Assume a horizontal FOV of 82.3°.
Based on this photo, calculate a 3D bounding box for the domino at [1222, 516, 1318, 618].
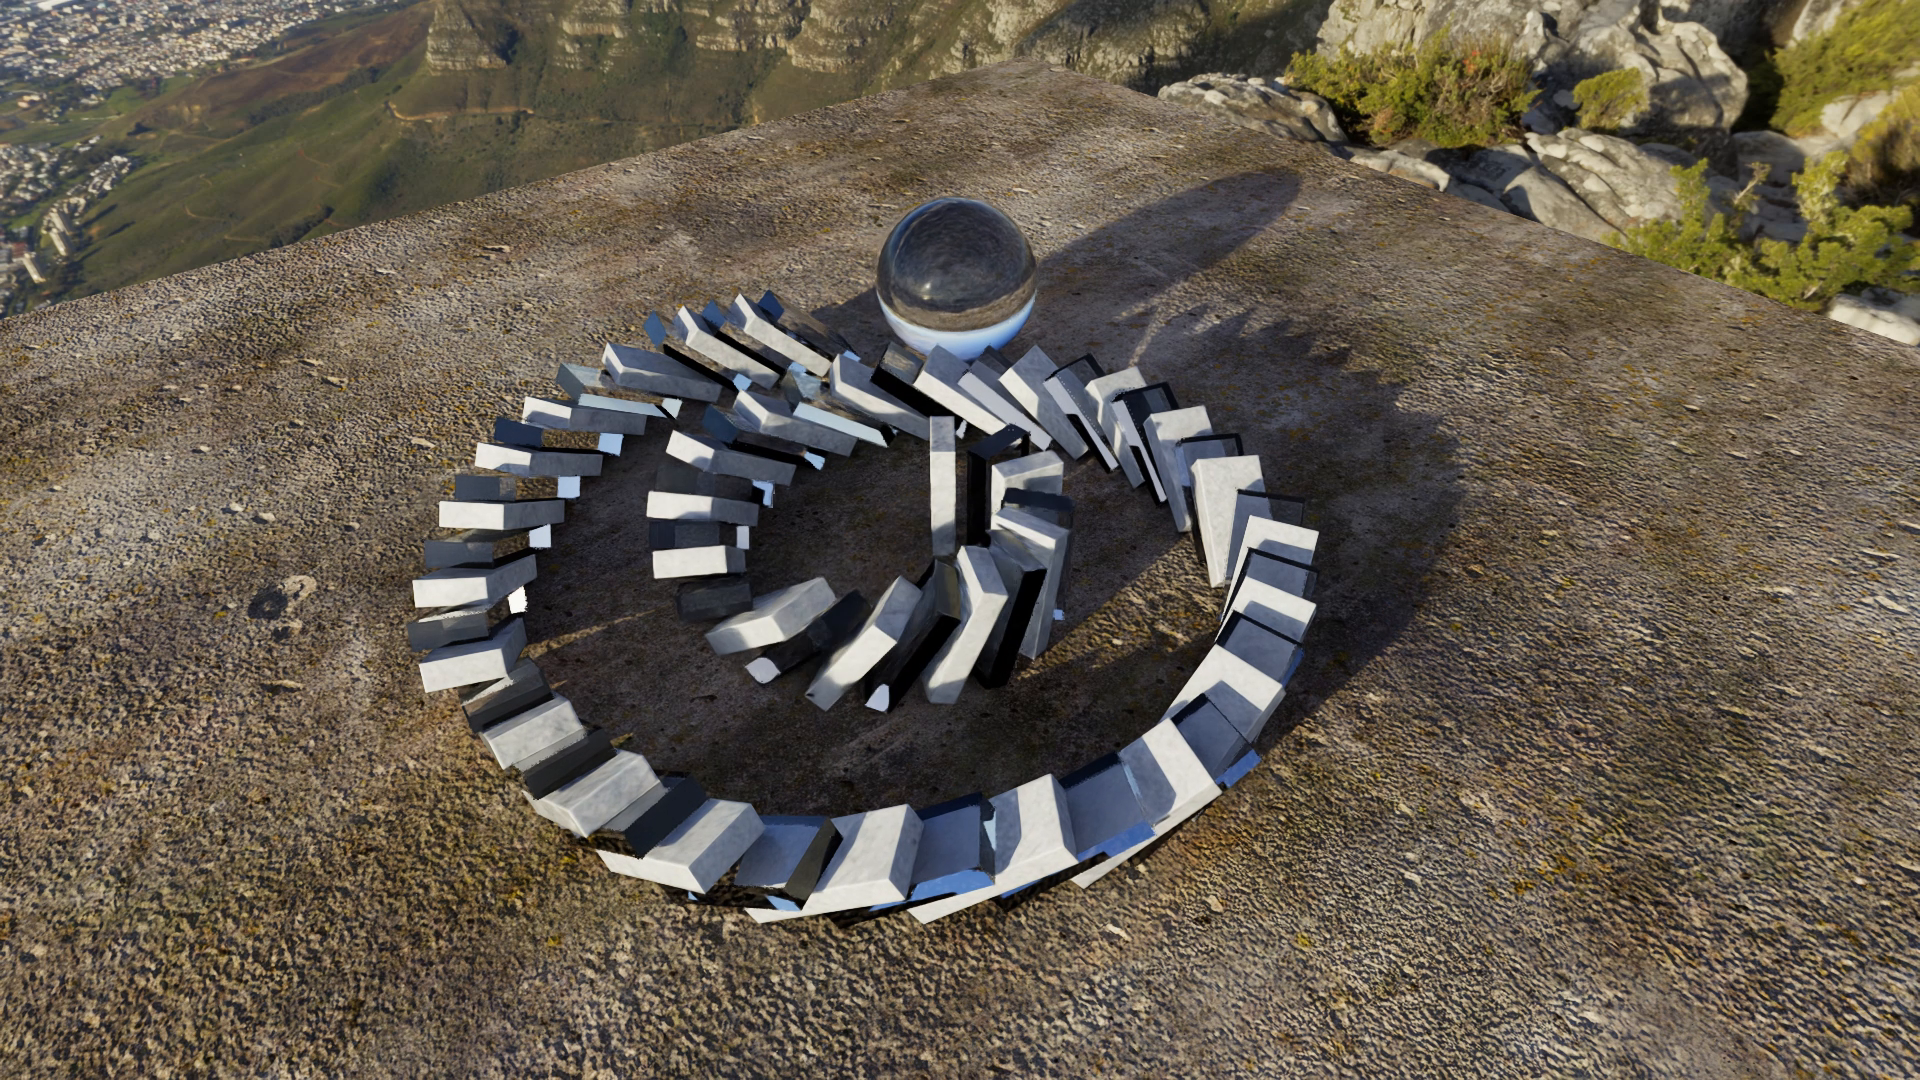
[{"bbox_3d":[0.112,0.018,0.400,0.025,0.009,0.050,15,75,16],"label":"domino"}]

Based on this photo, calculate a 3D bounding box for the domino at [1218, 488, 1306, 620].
[{"bbox_3d":[0.114,0.007,0.415,0.025,0.010,0.050,9,73,11],"label":"domino"}]

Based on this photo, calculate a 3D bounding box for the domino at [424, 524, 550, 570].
[{"bbox_3d":[-0.180,0.002,0.422,0.025,0.010,0.050,2,9,3],"label":"domino"}]

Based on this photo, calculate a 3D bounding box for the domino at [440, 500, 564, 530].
[{"bbox_3d":[-0.180,-0.011,0.435,0.025,0.009,0.050,3,5,5],"label":"domino"}]

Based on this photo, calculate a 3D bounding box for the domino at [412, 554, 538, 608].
[{"bbox_3d":[-0.178,0.014,0.406,0.025,0.010,0.050,-2,9,-2],"label":"domino"}]

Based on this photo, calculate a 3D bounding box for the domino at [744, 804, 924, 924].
[{"bbox_3d":[-0.036,0.092,0.313,0.050,0.010,0.025,-17,33,24],"label":"domino"}]

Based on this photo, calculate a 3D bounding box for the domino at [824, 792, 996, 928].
[{"bbox_3d":[-0.014,0.091,0.314,0.050,0.009,0.025,-22,35,19],"label":"domino"}]

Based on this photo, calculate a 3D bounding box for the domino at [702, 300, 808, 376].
[{"bbox_3d":[-0.100,-0.096,0.536,0.050,0.009,0.025,28,18,-42],"label":"domino"}]

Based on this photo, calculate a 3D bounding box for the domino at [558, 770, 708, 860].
[{"bbox_3d":[-0.098,0.080,0.325,0.050,0.010,0.025,-11,23,49],"label":"domino"}]

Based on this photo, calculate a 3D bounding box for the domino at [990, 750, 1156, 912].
[{"bbox_3d":[0.029,0.085,0.321,0.050,0.010,0.025,-30,42,11],"label":"domino"}]

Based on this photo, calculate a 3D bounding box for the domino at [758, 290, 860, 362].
[{"bbox_3d":[-0.074,-0.103,0.544,0.050,0.010,0.025,27,18,-43],"label":"domino"}]

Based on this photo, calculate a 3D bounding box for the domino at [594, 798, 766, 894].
[{"bbox_3d":[-0.082,0.087,0.319,0.050,0.009,0.025,-7,28,43],"label":"domino"}]

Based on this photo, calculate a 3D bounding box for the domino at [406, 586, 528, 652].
[{"bbox_3d":[-0.173,0.027,0.390,0.025,0.010,0.050,-8,9,-6],"label":"domino"}]

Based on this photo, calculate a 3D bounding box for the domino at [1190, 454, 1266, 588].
[{"bbox_3d":[0.108,-0.007,0.431,0.025,0.009,0.050,-4,74,-7],"label":"domino"}]

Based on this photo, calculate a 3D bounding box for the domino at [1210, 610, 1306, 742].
[{"bbox_3d":[0.089,0.051,0.361,0.025,0.009,0.050,28,80,29],"label":"domino"}]

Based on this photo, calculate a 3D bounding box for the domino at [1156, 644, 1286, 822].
[{"bbox_3d":[0.078,0.061,0.349,0.025,0.010,0.050,33,83,33],"label":"domino"}]

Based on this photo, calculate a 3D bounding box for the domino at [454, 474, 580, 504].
[{"bbox_3d":[-0.179,-0.021,0.448,0.025,0.009,0.050,4,5,9],"label":"domino"}]

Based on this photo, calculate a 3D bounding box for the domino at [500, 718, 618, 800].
[{"bbox_3d":[-0.127,0.066,0.342,0.025,0.010,0.050,-29,13,-30],"label":"domino"}]

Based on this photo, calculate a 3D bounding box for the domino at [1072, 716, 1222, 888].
[{"bbox_3d":[0.050,0.078,0.327,0.050,0.010,0.025,-36,47,5],"label":"domino"}]

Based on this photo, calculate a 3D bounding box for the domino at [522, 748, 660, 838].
[{"bbox_3d":[-0.112,0.074,0.331,0.025,0.010,0.050,-37,17,-32],"label":"domino"}]

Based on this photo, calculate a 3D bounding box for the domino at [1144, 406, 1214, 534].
[{"bbox_3d":[0.097,-0.030,0.459,0.025,0.010,0.050,-11,74,-15],"label":"domino"}]

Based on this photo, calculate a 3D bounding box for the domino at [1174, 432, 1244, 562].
[{"bbox_3d":[0.105,-0.018,0.445,0.025,0.010,0.050,-6,73,-7],"label":"domino"}]

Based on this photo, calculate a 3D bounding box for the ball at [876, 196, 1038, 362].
[{"bbox_3d":[-0.002,-0.128,0.544,0.080,0.080,0.080,0,39,0],"label":"ball"}]

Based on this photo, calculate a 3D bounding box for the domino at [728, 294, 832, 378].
[{"bbox_3d":[-0.088,-0.100,0.540,0.050,0.009,0.025,27,18,-43],"label":"domino"}]

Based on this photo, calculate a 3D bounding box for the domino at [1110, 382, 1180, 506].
[{"bbox_3d":[0.087,-0.042,0.472,0.025,0.010,0.050,-16,76,-23],"label":"domino"}]

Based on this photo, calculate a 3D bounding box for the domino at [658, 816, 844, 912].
[{"bbox_3d":[-0.060,0.092,0.315,0.050,0.010,0.025,-9,31,33],"label":"domino"}]

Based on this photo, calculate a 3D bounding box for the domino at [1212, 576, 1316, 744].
[{"bbox_3d":[0.099,0.040,0.373,0.025,0.009,0.050,24,78,24],"label":"domino"}]

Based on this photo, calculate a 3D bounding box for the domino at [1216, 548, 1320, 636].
[{"bbox_3d":[0.106,0.030,0.386,0.025,0.009,0.050,19,76,21],"label":"domino"}]

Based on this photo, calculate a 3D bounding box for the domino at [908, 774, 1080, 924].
[{"bbox_3d":[0.008,0.089,0.317,0.050,0.009,0.025,-26,37,15],"label":"domino"}]

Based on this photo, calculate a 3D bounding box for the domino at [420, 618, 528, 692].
[{"bbox_3d":[-0.166,0.039,0.377,0.025,0.009,0.050,-11,10,-13],"label":"domino"}]

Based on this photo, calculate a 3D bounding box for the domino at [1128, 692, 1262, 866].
[{"bbox_3d":[0.064,0.073,0.335,0.050,0.010,0.025,-40,47,1],"label":"domino"}]

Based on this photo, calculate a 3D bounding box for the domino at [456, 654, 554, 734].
[{"bbox_3d":[-0.150,0.050,0.361,0.025,0.009,0.050,-24,11,-24],"label":"domino"}]

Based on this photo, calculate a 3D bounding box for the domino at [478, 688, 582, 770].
[{"bbox_3d":[-0.139,0.058,0.350,0.025,0.009,0.050,-28,12,-27],"label":"domino"}]
